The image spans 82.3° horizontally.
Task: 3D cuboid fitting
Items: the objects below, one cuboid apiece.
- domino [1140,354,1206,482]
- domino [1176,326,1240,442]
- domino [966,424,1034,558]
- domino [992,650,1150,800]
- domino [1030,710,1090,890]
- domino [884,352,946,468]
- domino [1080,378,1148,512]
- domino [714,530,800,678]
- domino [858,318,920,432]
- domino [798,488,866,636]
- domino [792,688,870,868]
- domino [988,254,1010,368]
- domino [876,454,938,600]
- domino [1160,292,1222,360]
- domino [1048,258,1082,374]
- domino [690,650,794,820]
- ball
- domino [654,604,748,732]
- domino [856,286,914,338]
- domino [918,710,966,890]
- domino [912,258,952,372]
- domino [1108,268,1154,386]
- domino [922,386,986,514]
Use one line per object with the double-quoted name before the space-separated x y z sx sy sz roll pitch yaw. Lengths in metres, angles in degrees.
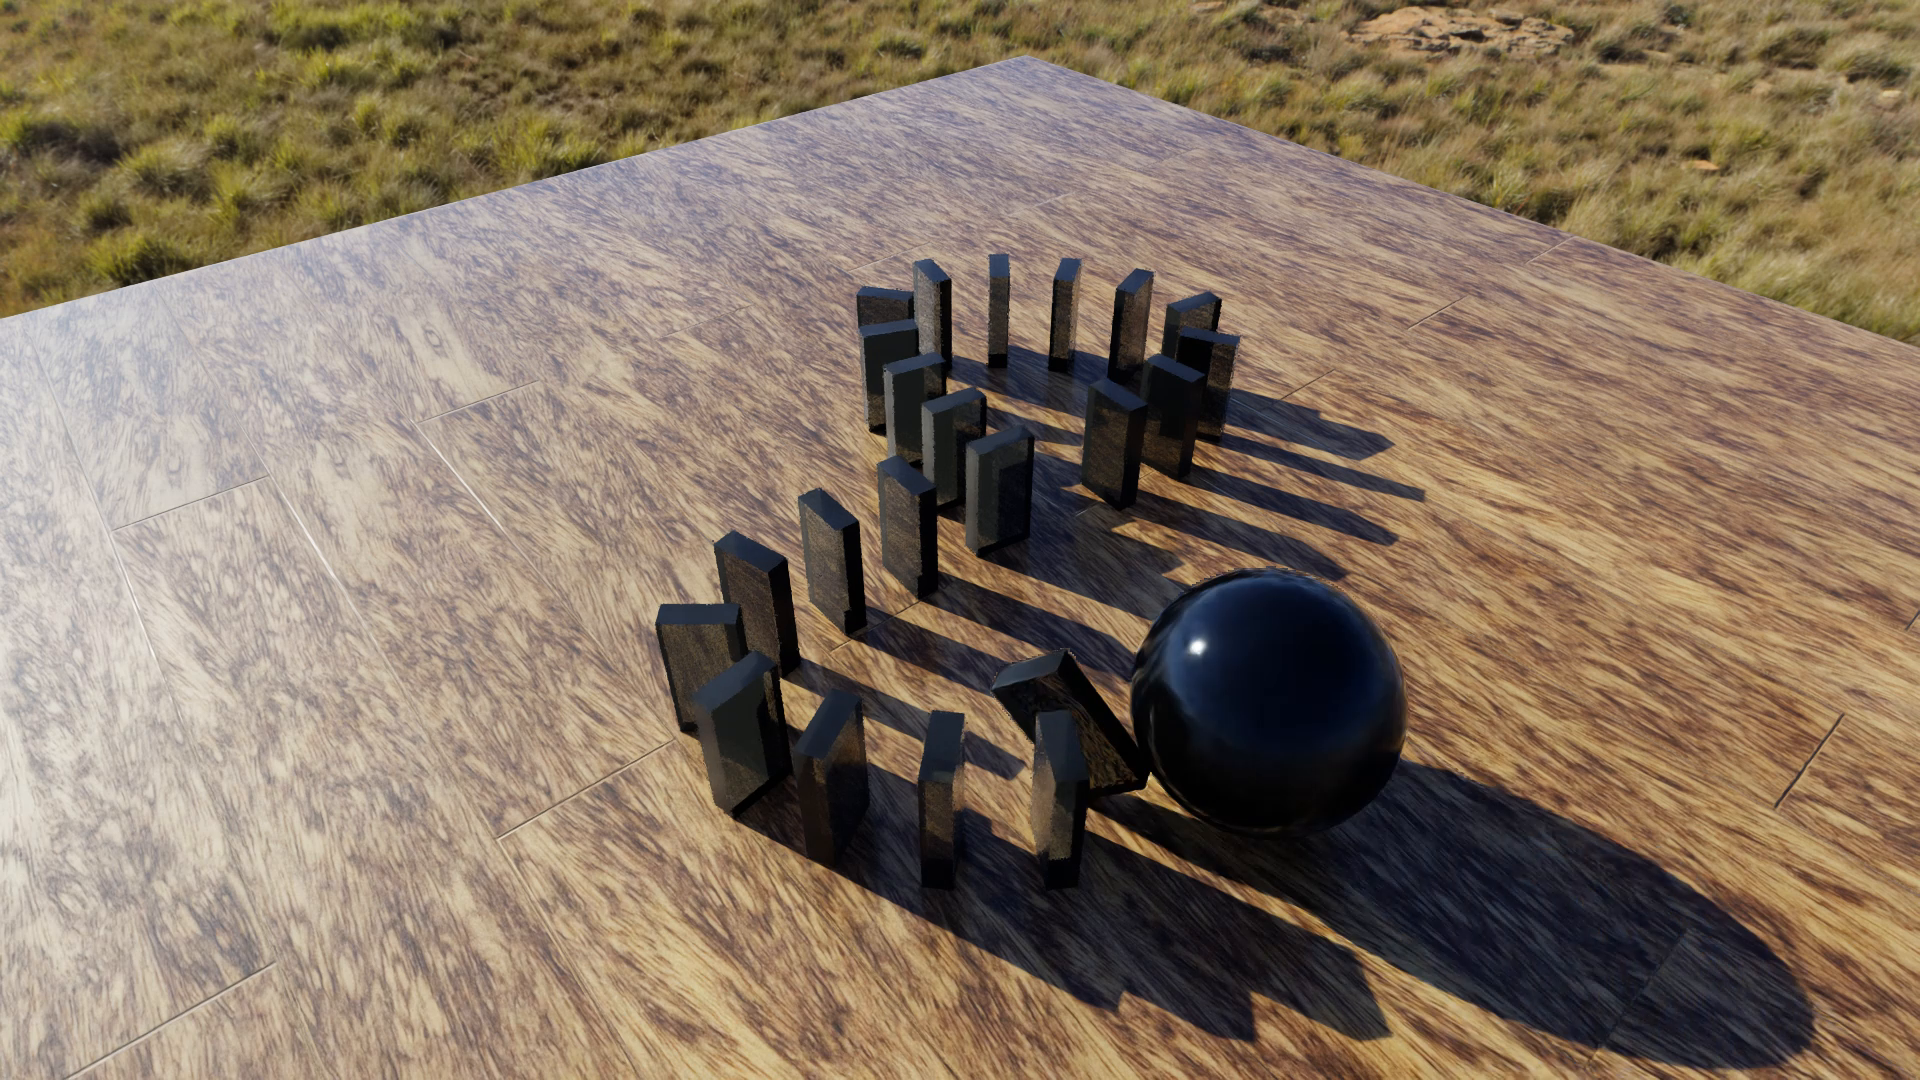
"domino" 0.090 -0.053 0.476 0.010 0.050 0.025 -31 48 -32
"domino" 0.109 -0.070 0.497 0.025 0.050 0.010 15 42 18
"domino" 0.015 -0.019 0.435 0.025 0.050 0.009 -21 44 -23
"domino" 0.034 0.058 0.337 0.025 0.050 0.010 -22 25 37
"domino" 0.028 0.076 0.319 0.010 0.050 0.025 -5 40 -6
"domino" -0.019 -0.055 0.479 0.025 0.050 0.009 -18 43 -21
"domino" 0.064 -0.040 0.460 0.009 0.050 0.025 -25 45 -27
"domino" -0.070 0.023 0.383 0.025 0.050 0.009 25 45 27
"domino" -0.032 -0.075 0.503 0.025 0.050 0.009 -11 41 -13
"domino" -0.046 0.008 0.401 0.010 0.050 0.025 -27 46 -29
"domino" -0.037 0.071 0.325 0.009 0.050 0.025 13 41 16
"domino" 0.019 -0.114 0.551 0.010 0.050 0.025 0 39 0
"domino" -0.020 -0.004 0.417 0.009 0.050 0.025 -25 45 -27
"domino" 0.108 -0.090 0.521 0.025 0.050 0.009 -22 44 -24
"domino" 0.052 -0.112 0.548 0.010 0.050 0.025 9 40 11
"domino" -0.066 0.060 0.338 0.009 0.050 0.025 28 47 30
"ball" 0.091 0.049 0.329 0.080 0.080 0.080 0 39 0
"domino" -0.082 0.042 0.360 0.025 0.050 0.010 0 39 0
"domino" -0.035 -0.096 0.528 0.025 0.050 0.009 9 40 11
"domino" -0.005 0.076 0.319 0.009 0.050 0.025 5 40 6
"domino" -0.014 -0.111 0.547 0.010 0.050 0.025 -17 42 -19
"domino" 0.083 -0.104 0.539 0.009 0.050 0.025 19 43 22
"domino" -0.002 -0.037 0.456 0.025 0.050 0.010 -21 44 -24
